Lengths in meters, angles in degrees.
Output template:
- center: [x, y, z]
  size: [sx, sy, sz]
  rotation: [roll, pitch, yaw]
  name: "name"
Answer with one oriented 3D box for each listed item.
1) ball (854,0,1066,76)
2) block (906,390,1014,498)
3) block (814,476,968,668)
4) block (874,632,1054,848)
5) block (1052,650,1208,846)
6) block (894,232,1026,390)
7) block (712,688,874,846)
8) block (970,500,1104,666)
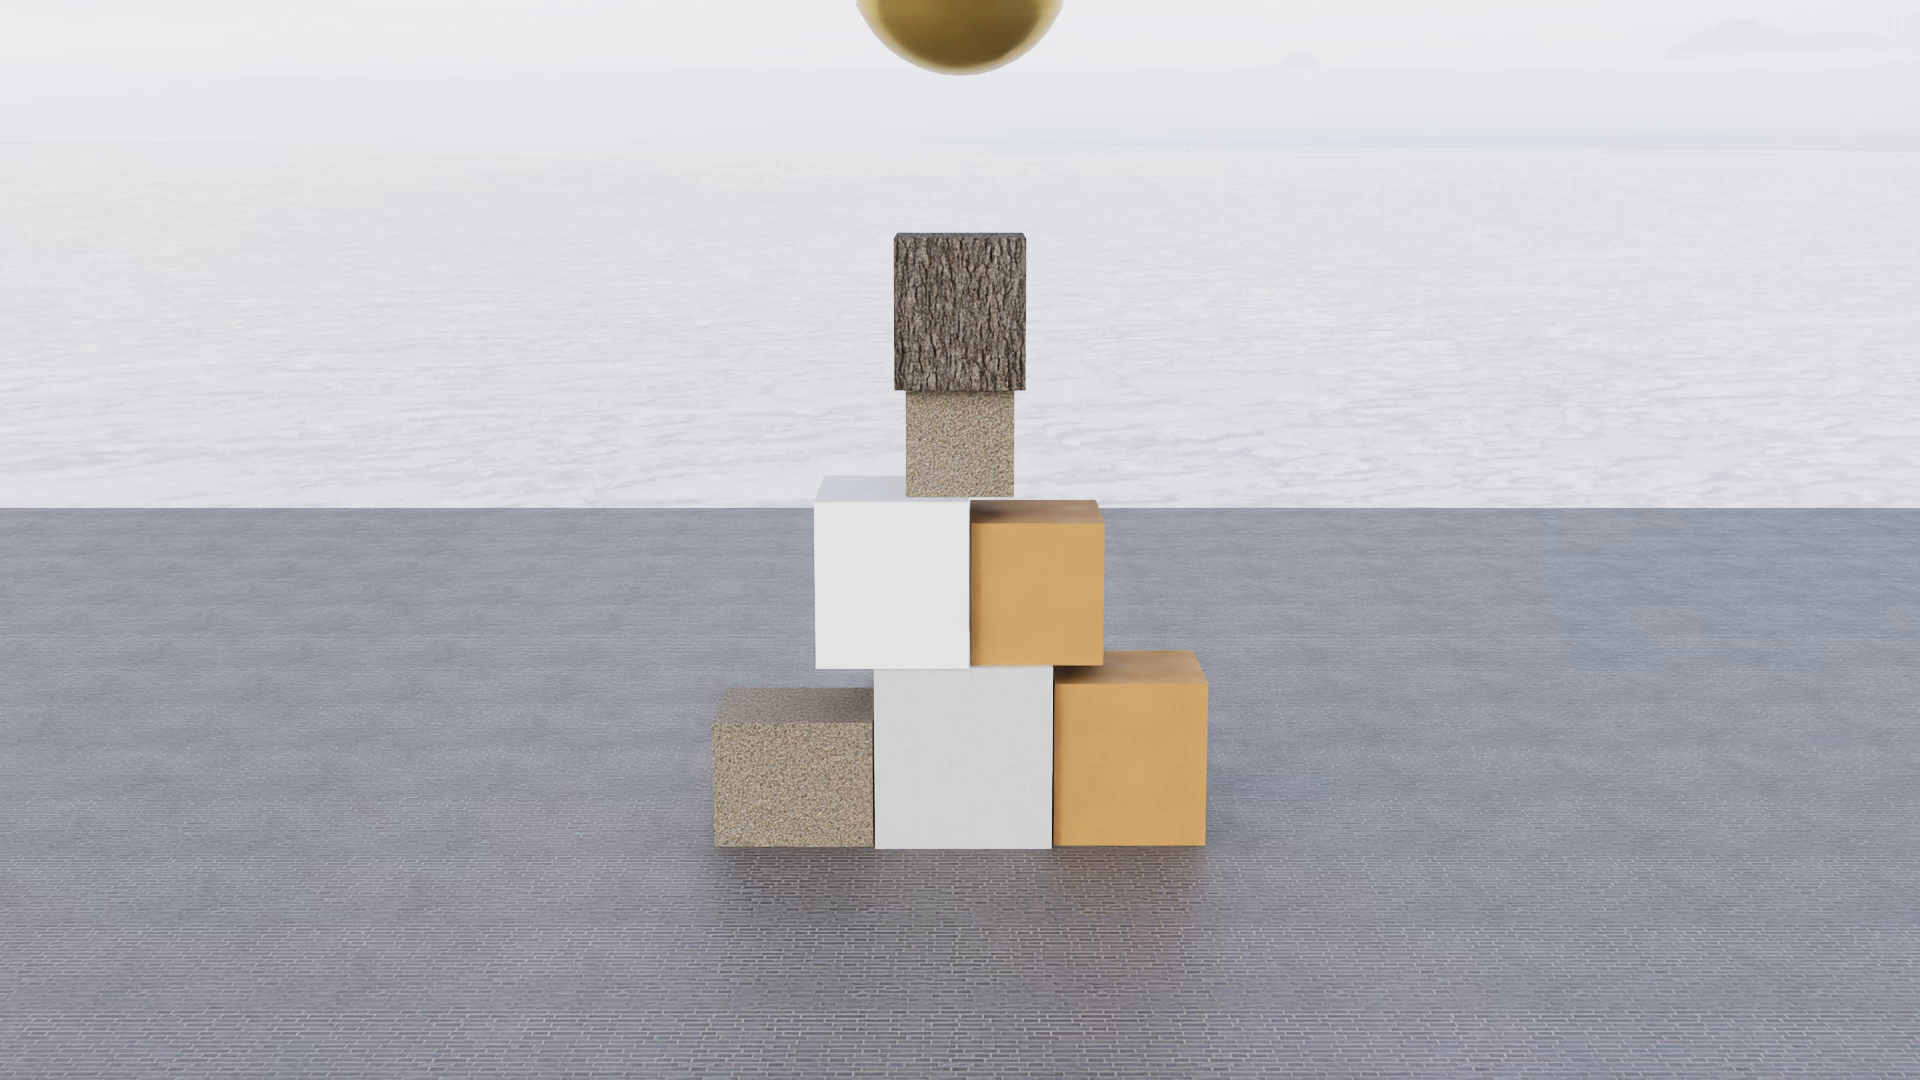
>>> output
- center: [0.000, -4.121, 15.670]
  size: [1.600, 1.600, 1.600]
  rotation: [0, 10, 0]
  name: "ball"
- center: [0.000, -0.524, 11.071]
  size: [0.534, 0.538, 0.545]
  rotation: [0, 10, 0]
  name: "block"
- center: [-0.334, 0.148, 11.210]
  size: [0.755, 0.834, 0.874]
  rotation: [0, 10, 0]
  name: "block"
- center: [0.017, 1.018, 11.362]
  size: [0.887, 0.932, 0.830]
  rotation: [0, 10, 0]
  name: "block"
- center: [0.854, 1.063, 11.378]
  size: [0.766, 0.838, 0.733]
  rotation: [0, 10, 0]
  name: "block"
- center: [0.000, -1.148, 10.953]
  size: [0.638, 0.733, 0.701]
  rotation: [0, 10, 0]
  name: "block"
- center: [-0.836, 1.163, 11.372]
  size: [0.800, 0.642, 0.726]
  rotation: [0, 10, 0]
  name: "block"
- center: [0.383, 0.206, 11.222]
  size: [0.659, 0.715, 0.720]
  rotation: [0, 10, 0]
  name: "block"
